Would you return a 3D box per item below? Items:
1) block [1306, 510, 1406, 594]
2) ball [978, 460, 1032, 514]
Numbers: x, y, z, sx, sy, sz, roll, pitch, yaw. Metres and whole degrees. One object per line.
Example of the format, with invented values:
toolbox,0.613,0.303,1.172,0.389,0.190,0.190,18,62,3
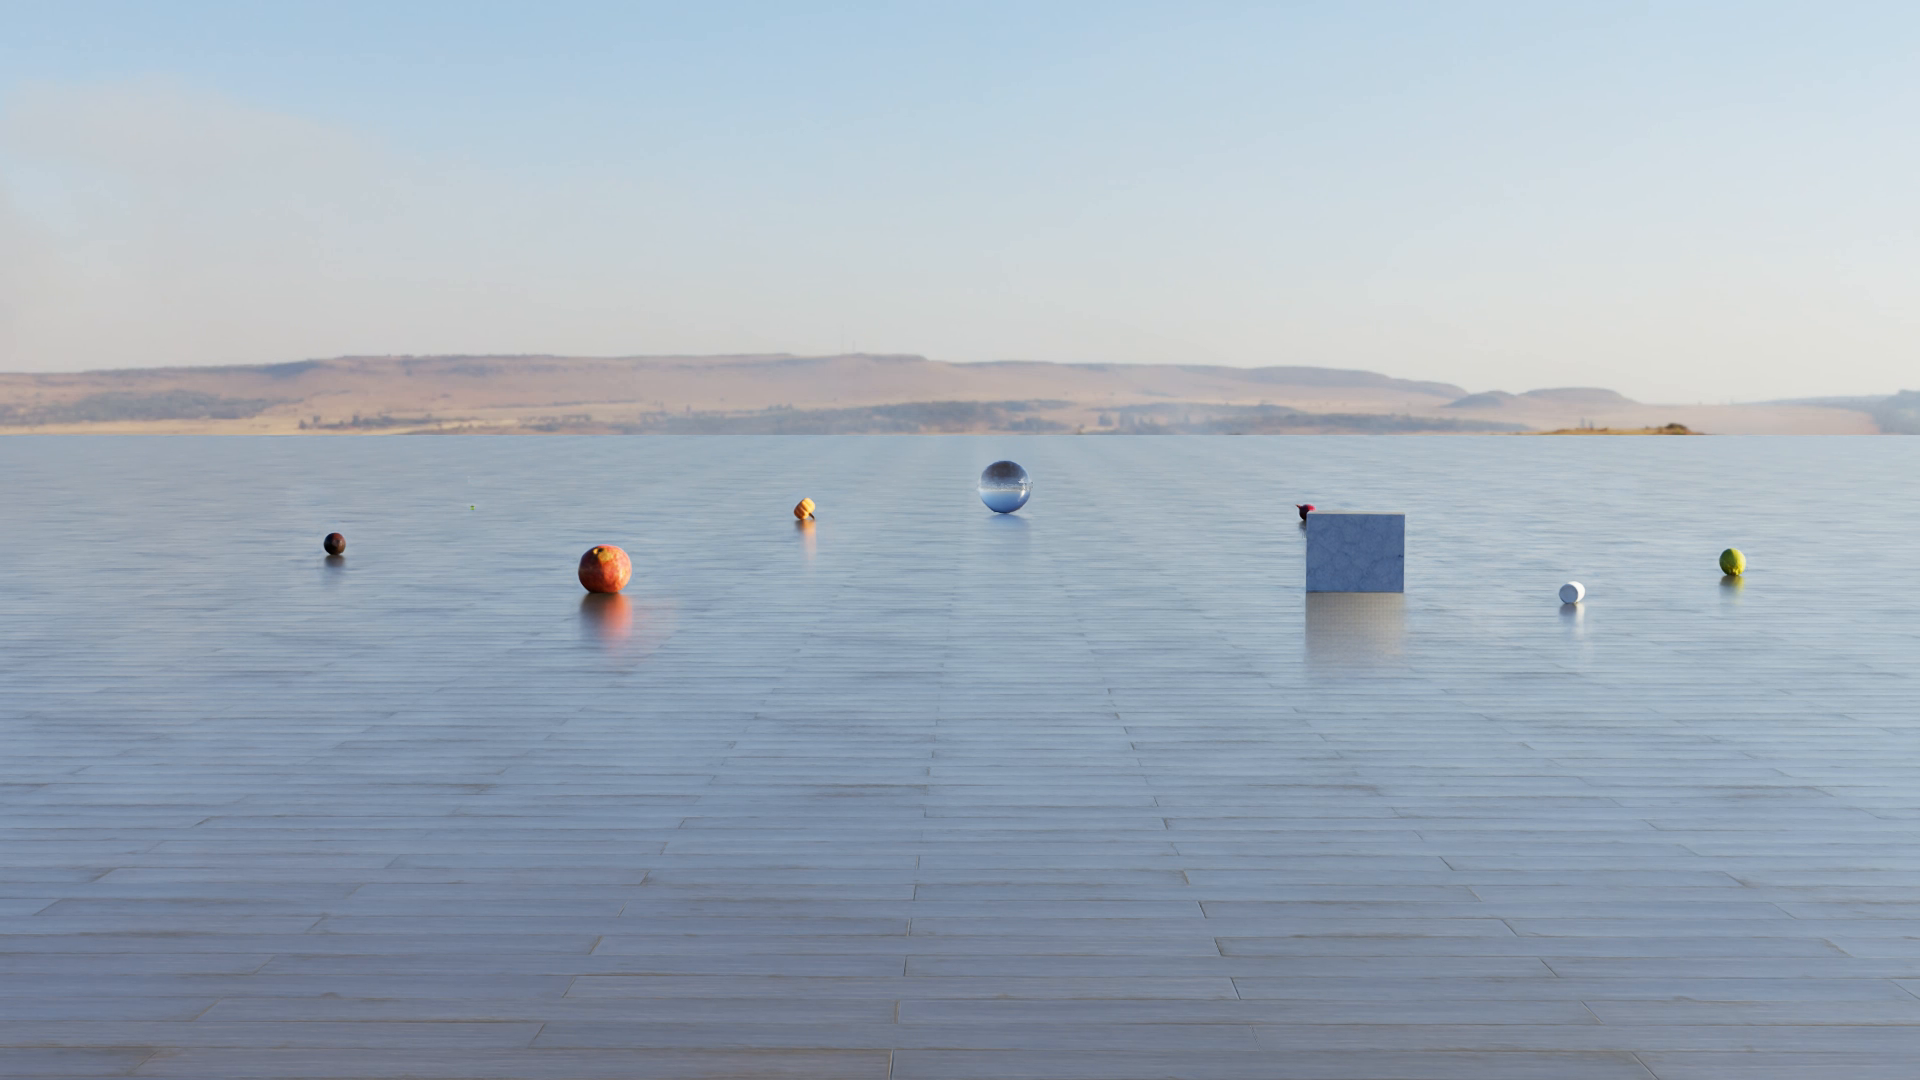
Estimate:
block,0.884,0.025,4.911,0.213,0.173,0.112,1,4,11
ball,0.161,-0.192,7.935,0.193,0.193,0.193,0,4,0
